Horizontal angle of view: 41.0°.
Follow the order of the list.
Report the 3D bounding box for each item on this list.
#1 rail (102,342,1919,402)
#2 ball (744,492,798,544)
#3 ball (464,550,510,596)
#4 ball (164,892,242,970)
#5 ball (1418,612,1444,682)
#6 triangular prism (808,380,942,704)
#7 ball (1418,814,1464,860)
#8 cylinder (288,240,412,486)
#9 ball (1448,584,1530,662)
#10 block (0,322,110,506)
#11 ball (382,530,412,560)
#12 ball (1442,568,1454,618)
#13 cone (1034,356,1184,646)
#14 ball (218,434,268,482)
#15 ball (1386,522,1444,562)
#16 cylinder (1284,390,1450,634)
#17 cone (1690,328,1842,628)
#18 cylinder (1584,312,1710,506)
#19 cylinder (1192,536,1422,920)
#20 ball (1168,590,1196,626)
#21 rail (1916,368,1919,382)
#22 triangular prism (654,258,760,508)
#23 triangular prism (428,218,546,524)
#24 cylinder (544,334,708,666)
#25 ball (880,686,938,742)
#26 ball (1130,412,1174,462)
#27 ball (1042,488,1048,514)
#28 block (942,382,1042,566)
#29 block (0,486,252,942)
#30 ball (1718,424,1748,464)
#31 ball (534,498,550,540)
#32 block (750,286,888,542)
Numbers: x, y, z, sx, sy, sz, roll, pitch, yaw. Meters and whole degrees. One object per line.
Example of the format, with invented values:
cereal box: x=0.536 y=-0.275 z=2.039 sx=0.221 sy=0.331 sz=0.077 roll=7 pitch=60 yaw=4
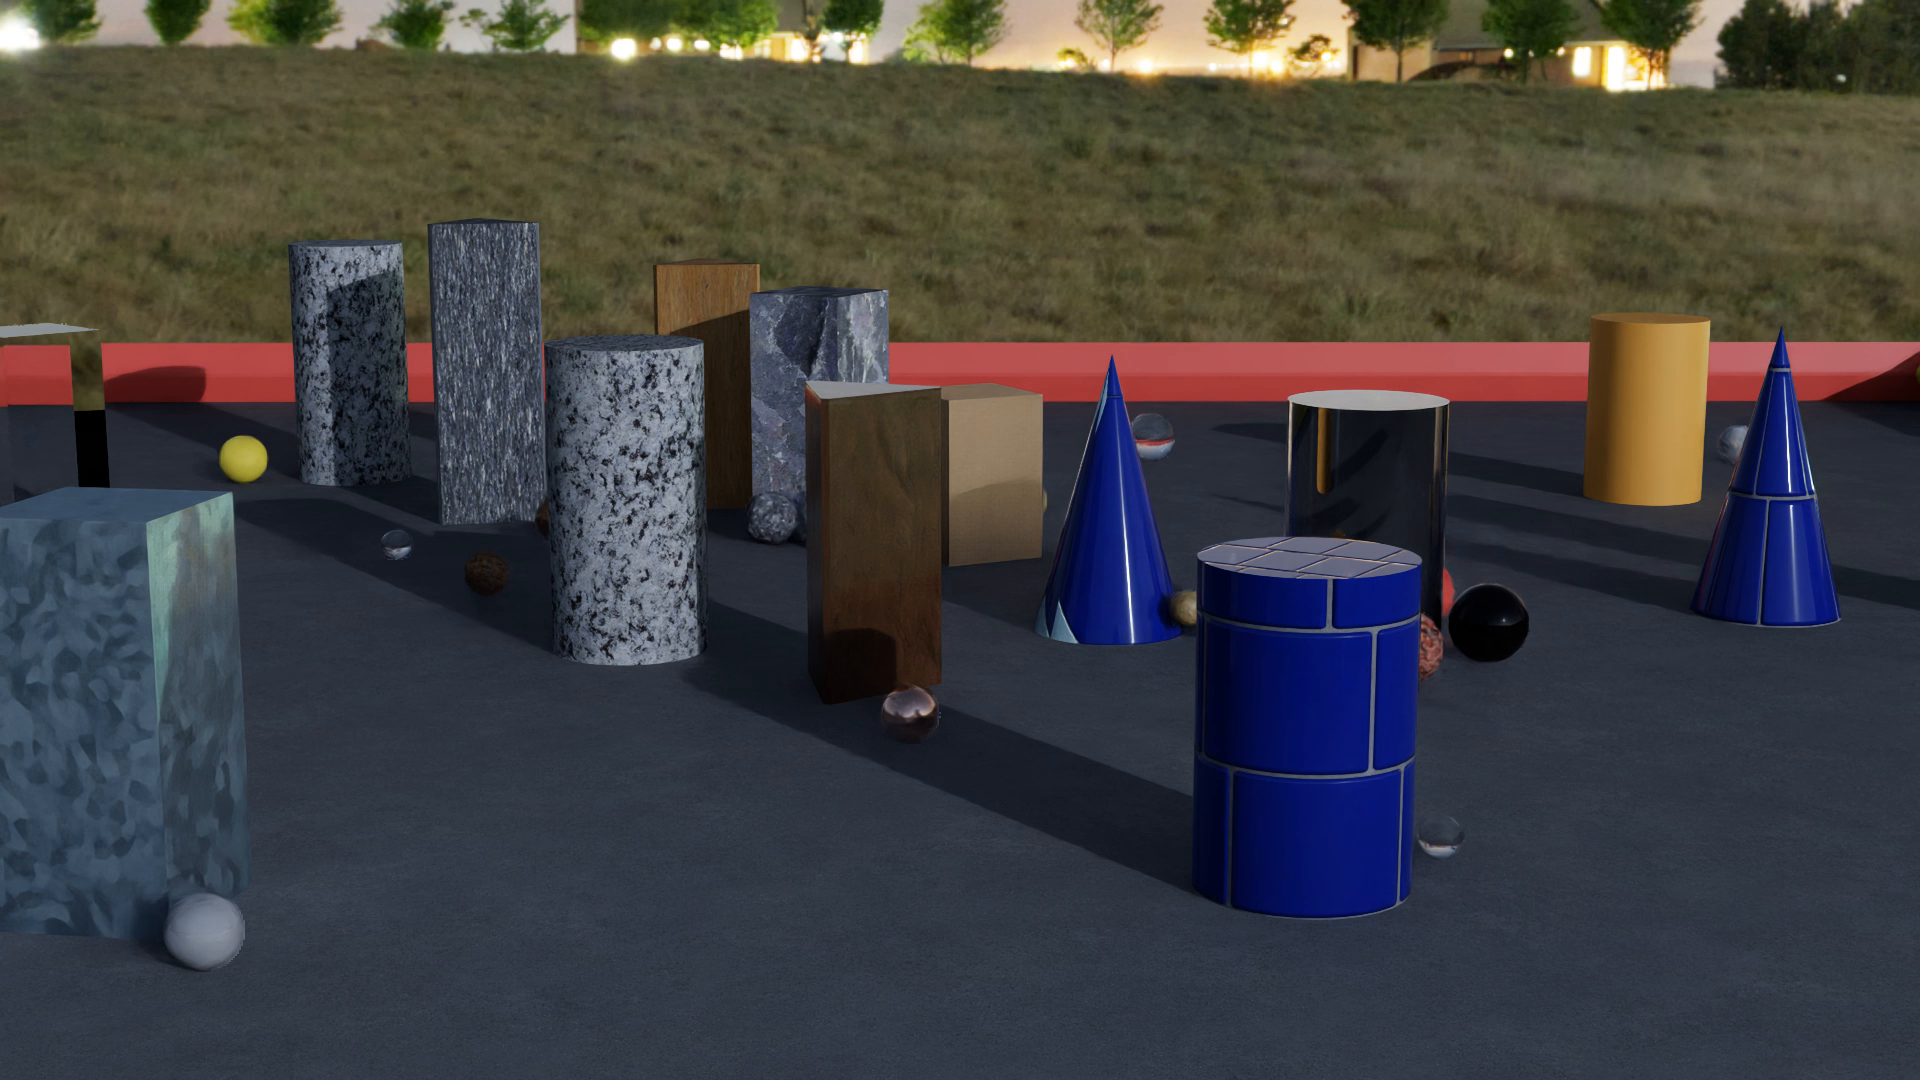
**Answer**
rail: x=-0.012 y=-0.363 z=5.581 sx=4.268 sy=0.127 sz=0.045 roll=0 pitch=11 yaw=0
ball: x=-0.290 y=-0.034 z=3.945 sx=0.081 sy=0.081 sz=0.081 roll=0 pitch=11 yaw=0
ball: x=-0.657 y=0.046 z=3.563 sx=0.062 sy=0.062 sz=0.062 roll=0 pitch=11 yaw=0
ball: x=-0.617 y=0.319 z=2.091 sx=0.062 sy=0.062 sz=0.062 roll=0 pitch=11 yaw=0
ball: x=0.528 y=0.127 z=3.044 sx=0.090 sy=0.090 sz=0.090 roll=0 pitch=11 yaw=0
triangular prism: x=-0.134 y=-0.005 z=3.034 sx=0.170 sy=0.355 sz=0.147 roll=-9 pitch=14 yaw=-39
ball: x=0.446 y=0.275 z=2.382 sx=0.041 sy=0.041 sz=0.041 roll=0 pitch=11 yaw=0
cylinder: x=-1.081 y=-0.318 z=4.552 sx=0.196 sy=0.417 sz=0.196 roll=0 pitch=11 yaw=0
ball: x=0.651 y=0.102 z=3.161 sx=0.098 sy=0.098 sz=0.098 roll=0 pitch=11 yaw=0
block: x=-1.424 y=-0.159 z=3.943 sx=0.157 sy=0.327 sz=0.157 roll=9 pitch=14 yaw=41
ball: x=-0.840 y=0.006 z=3.825 sx=0.045 sy=0.045 sz=0.045 roll=0 pitch=11 yaw=0
ball: x=0.595 y=0.068 z=3.349 sx=0.097 sy=0.097 sz=0.097 roll=0 pitch=11 yaw=0
cone: x=0.195 y=-0.061 z=3.321 sx=0.196 sy=0.361 sz=0.196 roll=0 pitch=11 yaw=0
ball: x=-1.263 y=-0.143 z=4.519 sx=0.084 sy=0.084 sz=0.084 roll=0 pitch=11 yaw=0
ball: x=0.650 y=0.016 z=3.668 sx=0.082 sy=0.082 sz=0.082 roll=0 pitch=11 yaw=0
cylinder: x=0.498 y=-0.012 z=3.159 sx=0.196 sy=0.323 sz=0.196 roll=0 pitch=11 yaw=0
cone: x=1.084 y=-0.093 z=3.420 sx=0.196 sy=0.388 sz=0.196 roll=0 pitch=11 yaw=0
cylinder: x=1.166 y=-0.225 z=4.359 sx=0.196 sy=0.305 sz=0.196 roll=0 pitch=11 yaw=0
cylinder: x=0.307 y=0.162 z=2.282 sx=0.196 sy=0.300 sz=0.196 roll=0 pitch=11 yaw=0
ball: x=0.289 y=0.087 z=3.269 sx=0.047 sy=0.047 sz=0.047 roll=0 pitch=11 yaw=0
rail: x=2.110 y=0.031 z=3.461 sx=0.045 sy=0.127 sz=4.385 roll=0 pitch=11 yaw=0
triangular prism: x=-0.425 y=-0.264 z=4.297 sx=0.170 sy=0.404 sz=0.147 roll=-2 pitch=11 yaw=-8
triangular prism: x=-0.770 y=-0.277 z=4.161 sx=0.170 sy=0.479 sz=0.147 roll=-3 pitch=11 yaw=-14
cylinder: x=-0.416 y=-0.054 z=3.211 sx=0.196 sy=0.387 sz=0.196 roll=0 pitch=11 yaw=0
ball: x=-0.055 y=0.189 z=2.789 sx=0.063 sy=0.063 sz=0.063 roll=0 pitch=11 yaw=0
ball: x=0.353 y=-0.191 z=4.760 sx=0.091 sy=0.091 sz=0.091 roll=0 pitch=11 yaw=0
ball: x=0.102 y=-0.060 z=3.934 sx=0.065 sy=0.065 sz=0.065 roll=0 pitch=11 yaw=0
block: x=0.017 y=-0.101 z=3.851 sx=0.157 sy=0.246 sz=0.157 roll=-6 pitch=12 yaw=-28
block: x=-0.727 y=0.145 z=2.214 sx=0.157 sy=0.358 sz=0.157 roll=2 pitch=11 yaw=10
ball: x=1.434 y=-0.175 z=4.724 sx=0.074 sy=0.074 sz=0.074 roll=0 pitch=11 yaw=0
ball: x=-0.616 y=-0.033 z=3.949 sx=0.076 sy=0.076 sz=0.076 roll=0 pitch=11 yaw=0
block: x=-0.218 y=-0.199 z=4.014 sx=0.157 sy=0.379 sz=0.157 roll=6 pitch=12 yaw=28
